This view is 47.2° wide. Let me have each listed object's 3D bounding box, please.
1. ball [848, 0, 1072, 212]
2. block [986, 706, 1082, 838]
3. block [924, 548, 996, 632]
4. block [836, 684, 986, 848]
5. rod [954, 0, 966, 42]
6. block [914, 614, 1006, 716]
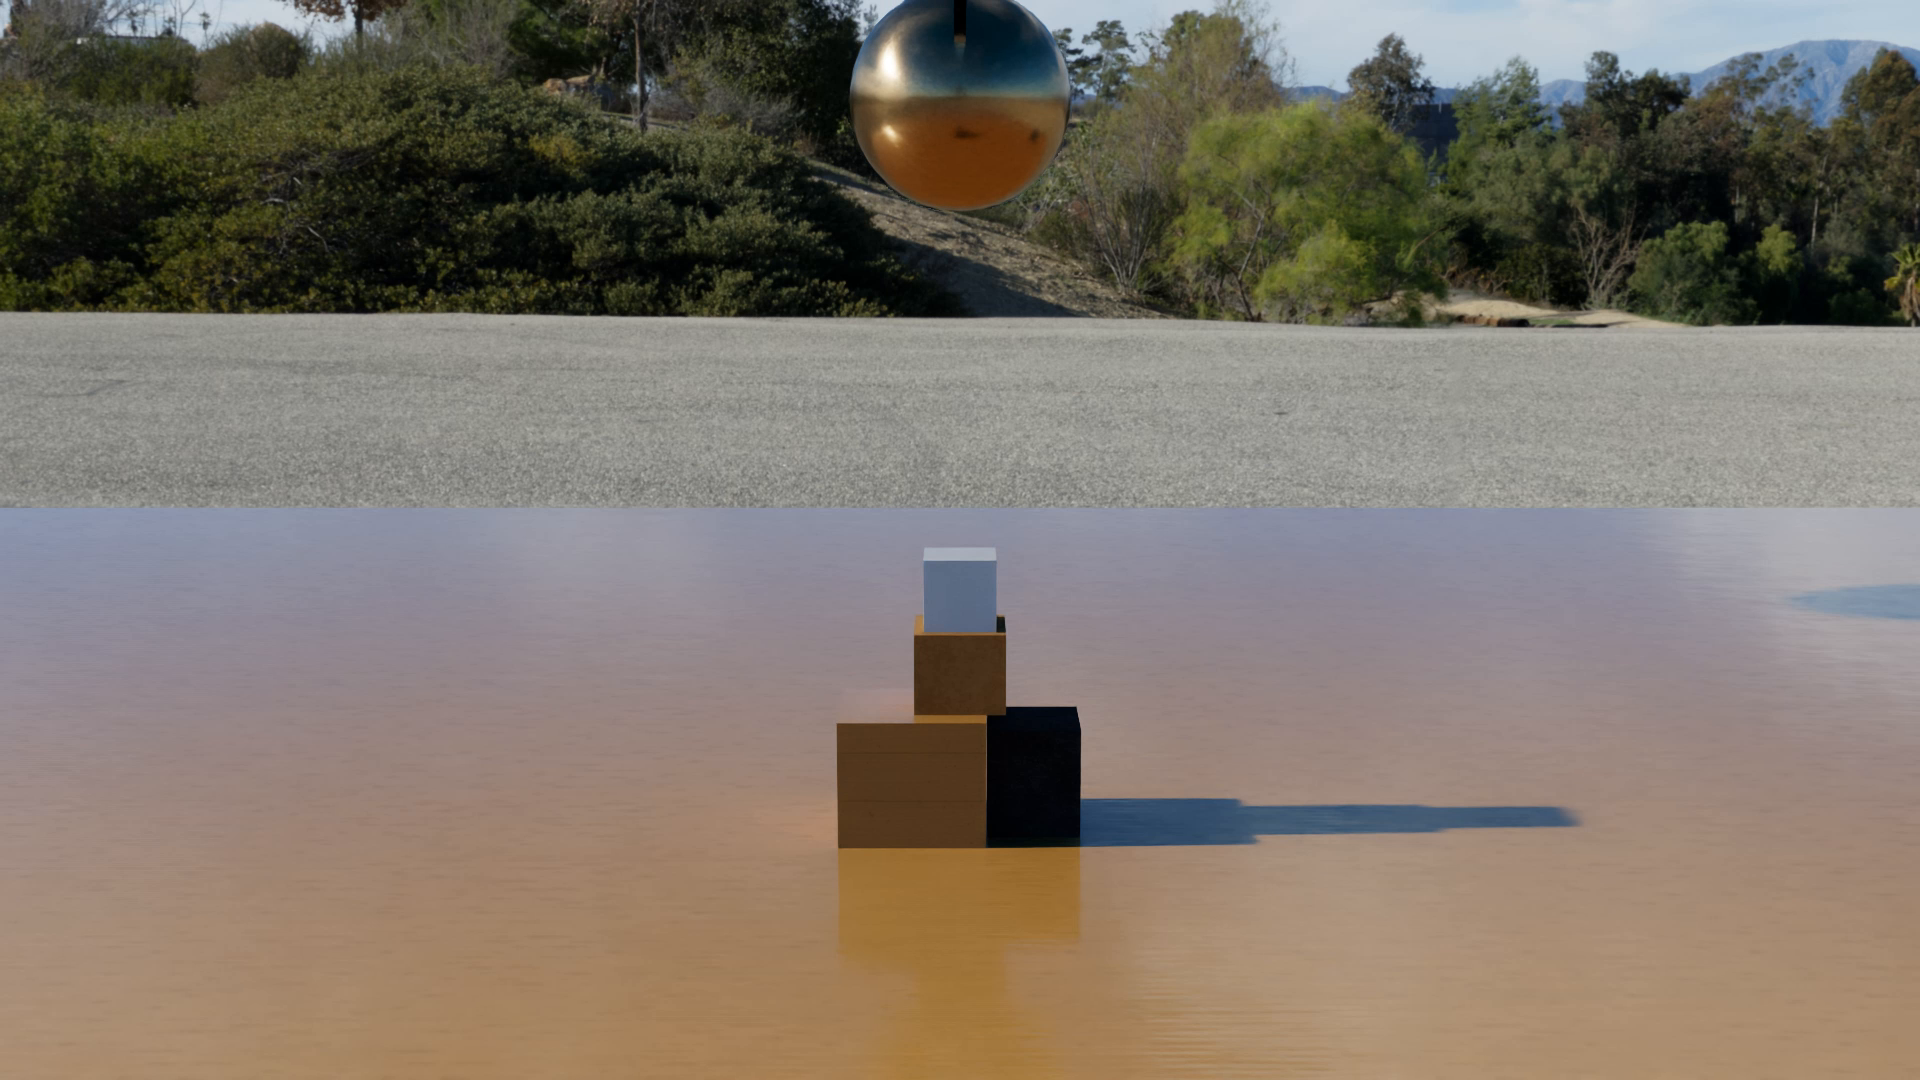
[{"bbox_3d":[0.000,-3.173,15.843,1.600,1.600,1.600,0,10,0],"label":"ball"},{"bbox_3d":[0.377,1.198,11.411,0.472,0.560,0.490,0,10,0],"label":"block"},{"bbox_3d":[0.000,0.253,11.213,0.367,0.370,0.354,0,10,0],"label":"block"},{"bbox_3d":[-0.241,1.159,11.378,0.745,0.649,0.792,0,10,0],"label":"block"},{"bbox_3d":[0.000,-4.362,12.658,0.080,0.080,5.200,0,-20,0],"label":"rod"},{"bbox_3d":[0.000,0.637,11.285,0.463,0.412,0.483,0,10,0],"label":"block"}]
